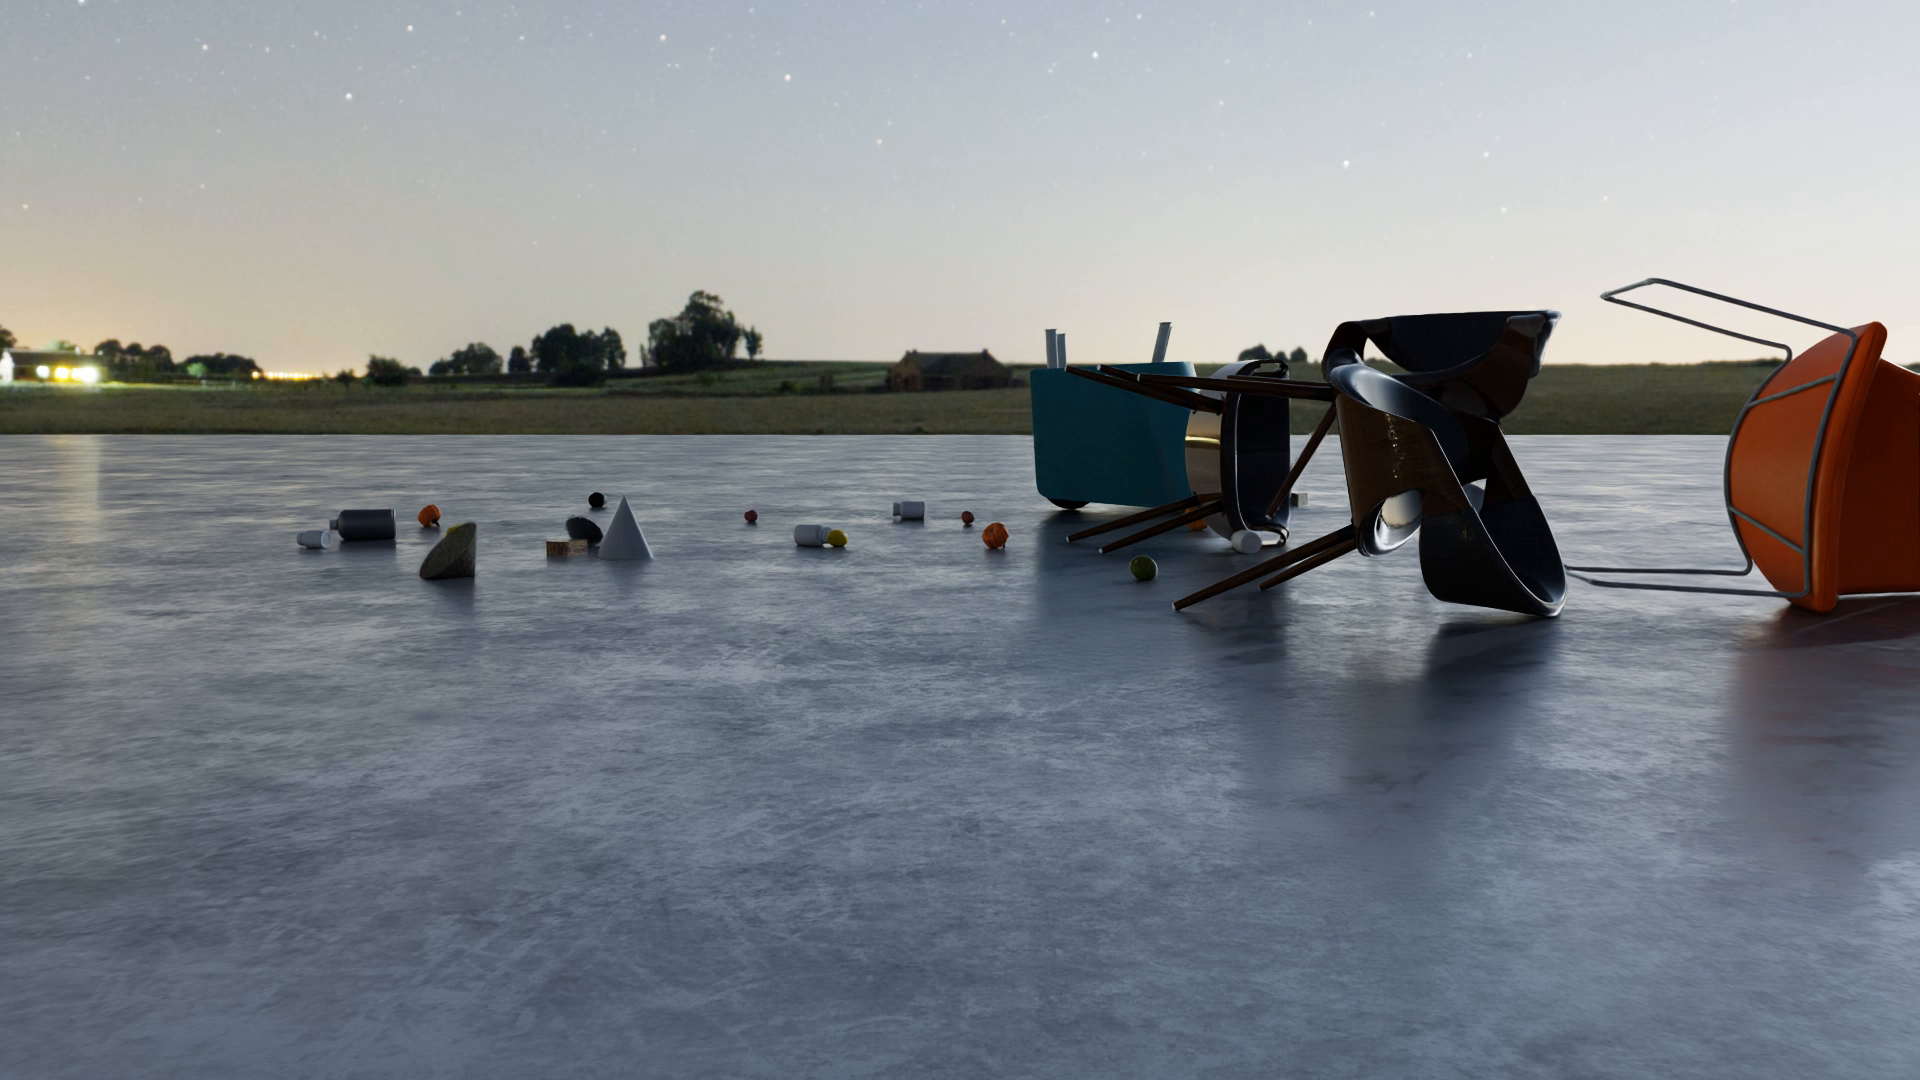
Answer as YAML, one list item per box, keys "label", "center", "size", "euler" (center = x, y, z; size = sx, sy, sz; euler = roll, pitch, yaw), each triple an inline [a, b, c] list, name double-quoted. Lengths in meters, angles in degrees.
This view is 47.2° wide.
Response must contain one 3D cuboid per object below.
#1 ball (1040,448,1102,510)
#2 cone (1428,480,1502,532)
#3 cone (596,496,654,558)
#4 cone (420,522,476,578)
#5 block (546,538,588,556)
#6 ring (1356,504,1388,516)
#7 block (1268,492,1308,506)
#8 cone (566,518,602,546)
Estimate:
- label: "ball"
  center: [0.412, -0.229, 8.207]
  size: [0.228, 0.228, 0.228]
  euler: [0, 4, 0]
- label: "cone"
  center: [1.544, -0.067, 6.953]
  size: [0.238, 0.158, 0.234]
  euler: [24, 39, 38]
- label: "cone"
  center: [-0.897, -0.038, 5.878]
  size: [0.170, 0.168, 0.117]
  euler: [2, 4, 26]
- label: "cone"
  center: [-1.193, 0.055, 5.264]
  size: [0.094, 0.181, 0.188]
  euler: [49, -10, -27]
- label: "block"
  center: [-1.069, 0.020, 5.984]
  size: [0.066, 0.038, 0.102]
  euler: [2, 4, 22]
- label: "ring"
  center: [1.475, -0.110, 7.874]
  size: [0.115, 0.038, 0.154]
  euler: [0, 3, 13]
- label: "block"
  center: [1.271, -0.159, 8.512]
  size: [0.119, 0.049, 0.109]
  euler: [2, 4, 28]
- label: "cone"
  center: [-1.089, -0.003, 6.285]
  size: [0.119, 0.107, 0.067]
  euler: [-7, 39, 28]
